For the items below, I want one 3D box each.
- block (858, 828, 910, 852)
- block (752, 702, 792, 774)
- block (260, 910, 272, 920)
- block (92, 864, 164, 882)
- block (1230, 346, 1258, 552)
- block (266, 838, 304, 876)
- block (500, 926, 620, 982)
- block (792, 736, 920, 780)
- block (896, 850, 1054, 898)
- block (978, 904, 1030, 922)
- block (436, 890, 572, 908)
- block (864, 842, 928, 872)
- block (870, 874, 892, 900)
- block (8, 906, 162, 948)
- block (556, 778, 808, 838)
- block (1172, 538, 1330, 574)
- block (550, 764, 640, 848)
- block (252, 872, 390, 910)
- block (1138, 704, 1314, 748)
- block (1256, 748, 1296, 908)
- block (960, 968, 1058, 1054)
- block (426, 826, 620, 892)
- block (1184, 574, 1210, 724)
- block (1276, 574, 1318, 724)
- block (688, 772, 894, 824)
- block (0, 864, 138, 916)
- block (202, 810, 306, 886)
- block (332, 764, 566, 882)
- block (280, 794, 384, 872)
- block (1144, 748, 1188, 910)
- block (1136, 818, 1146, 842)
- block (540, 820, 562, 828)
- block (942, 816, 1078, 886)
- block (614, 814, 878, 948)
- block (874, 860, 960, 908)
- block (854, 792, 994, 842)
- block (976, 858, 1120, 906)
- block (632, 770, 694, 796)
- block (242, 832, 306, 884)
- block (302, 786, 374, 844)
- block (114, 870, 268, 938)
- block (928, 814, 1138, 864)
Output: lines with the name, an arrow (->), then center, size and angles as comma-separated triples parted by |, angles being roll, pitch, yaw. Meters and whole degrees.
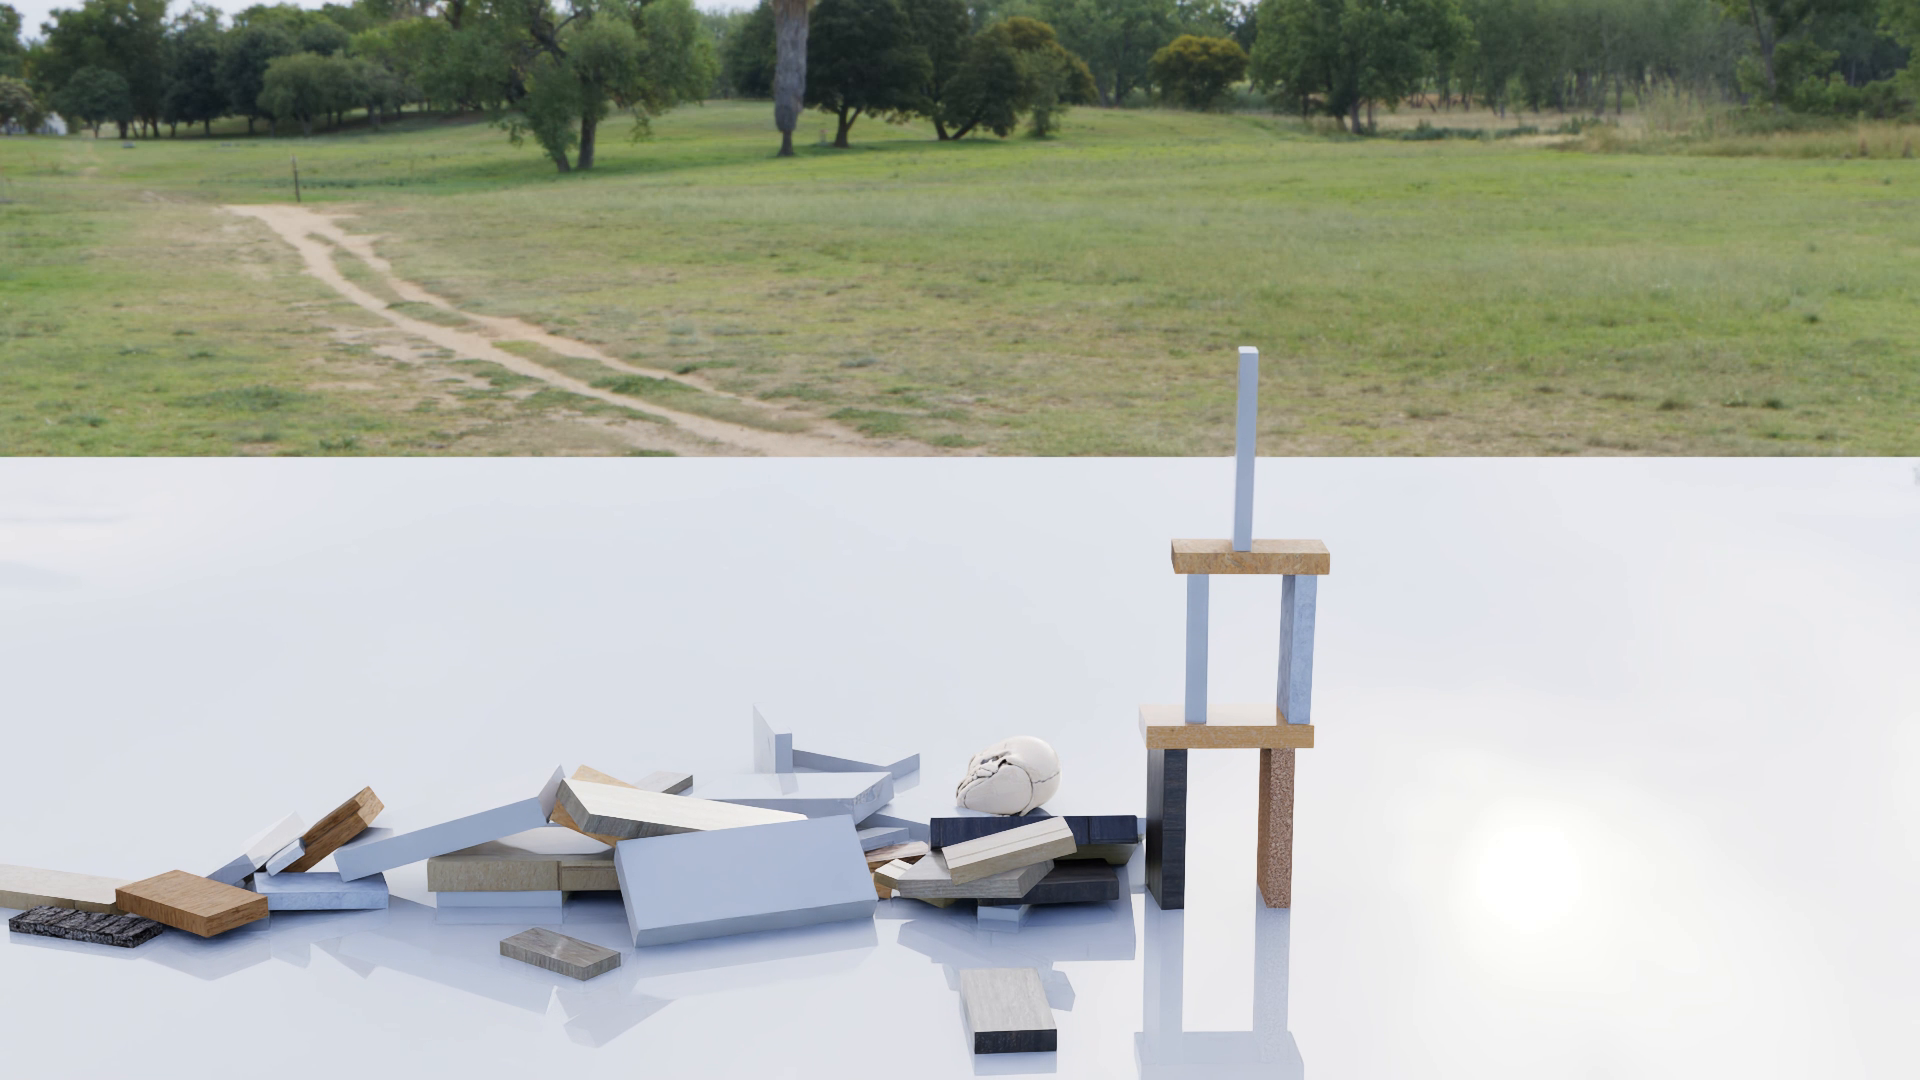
block -> -0.168, 0.528, 3.866 | 0.077, 0.022, 0.154 | -5, 0, 38
block -> -0.369, 0.408, 4.327 | 0.034, 0.118, 0.237 | -3, 11, -15
block -> -1.192, 0.598, 3.570 | 0.140, 0.020, 0.070 | -2, 11, -12
block -> -1.392, 0.574, 3.698 | 0.140, 0.020, 0.070 | 4, 11, 20
block -> 0.458, -0.147, 3.537 | 0.029, 0.317, 0.102 | 2, 11, 5
block -> -1.114, 0.524, 3.635 | 0.061, 0.017, 0.122 | -35, 8, -15
block -> -0.614, 0.634, 3.373 | 0.185, 0.022, 0.077 | 8, 13, 36
block -> -0.212, 0.437, 4.400 | 0.237, 0.034, 0.118 | 7, 13, 33
block -> 0.025, 0.540, 3.565 | 0.230, 0.033, 0.115 | -6, 14, 32
block -> 0.080, 0.591, 3.612 | 0.068, 0.019, 0.137 | 3, 11, 16
block -> -0.755, 0.578, 3.655 | 0.206, 0.029, 0.103 | 0, 11, 1
block -> -0.115, 0.551, 3.823 | 0.137, 0.019, 0.068 | -5, 12, -24
block -> -0.174, 0.569, 3.665 | 0.121, 0.017, 0.060 | 12, 10, -5
block -> -1.388, 0.613, 3.490 | 0.236, 0.020, 0.070 | 4, 11, 18
block -> -0.434, 0.470, 3.652 | 0.483, 0.033, 0.116 | 15, 15, -38
block -> 0.469, 0.027, 3.565 | 0.246, 0.035, 0.123 | 0, 11, 3
block -> -0.493, 0.490, 3.672 | 0.357, 0.051, 0.179 | 24, 9, -3
block -> -1.049, 0.575, 3.607 | 0.206, 0.029, 0.103 | 3, 9, -21
block -> 0.435, 0.306, 3.612 | 0.271, 0.038, 0.135 | 0, 11, -1
block -> 0.522, 0.457, 3.642 | 0.038, 0.271, 0.135 | 0, 11, 0
block -> 0.066, 0.671, 3.145 | 0.115, 0.033, 0.229 | -1, 11, -5
block -> -0.693, 0.532, 3.680 | 0.357, 0.051, 0.179 | 0, 11, -2
block -> 0.386, 0.164, 3.595 | 0.035, 0.246, 0.123 | 1, 11, 5
block -> 0.549, 0.165, 3.590 | 0.035, 0.246, 0.123 | 1, 11, -1
block -> -0.314, 0.475, 4.042 | 0.345, 0.049, 0.172 | -3, 9, 22
block -> -1.509, 0.581, 3.636 | 0.339, 0.030, 0.107 | 4, 11, 18
block -> -1.204, 0.535, 3.726 | 0.116, 0.033, 0.231 | -30, 7, 8
block -> -0.847, 0.471, 3.680 | 0.357, 0.051, 0.179 | -16, 11, 5
block -> -1.068, 0.511, 3.694 | 0.206, 0.029, 0.103 | -36, 9, 7
block -> 0.340, 0.459, 3.635 | 0.038, 0.271, 0.135 | -1, 11, -7
block -> 0.228, 0.514, 3.886 | 0.204, 0.029, 0.102 | -1, -15, -5
block -> -0.685, 0.509, 4.025 | 0.214, 0.030, 0.107 | -4, 11, -20
block -> 0.079, 0.500, 3.545 | 0.204, 0.029, 0.102 | -15, 12, -5
block -> -0.344, 0.545, 3.532 | 0.392, 0.049, 0.172 | -4, 46, -21
block -> -0.068, 0.571, 3.656 | 0.137, 0.019, 0.068 | 17, 17, 27
block -> -0.070, 0.510, 4.009 | 0.237, 0.034, 0.118 | 7, 13, 35
block -> 0.137, 0.563, 3.621 | 0.229, 0.033, 0.115 | -2, 11, -8
block -> -0.583, 0.477, 4.218 | 0.077, 0.022, 0.154 | 4, 11, 21
block -> -1.157, 0.537, 3.718 | 0.122, 0.017, 0.061 | -34, 8, -16
block -> -1.048, 0.464, 3.707 | 0.122, 0.017, 0.061 | -35, 9, 14
block -> -1.231, 0.580, 3.523 | 0.231, 0.033, 0.116 | 7, 13, 34
block -> 0.120, 0.512, 3.738 | 0.345, 0.049, 0.172 | 0, -19, -2
